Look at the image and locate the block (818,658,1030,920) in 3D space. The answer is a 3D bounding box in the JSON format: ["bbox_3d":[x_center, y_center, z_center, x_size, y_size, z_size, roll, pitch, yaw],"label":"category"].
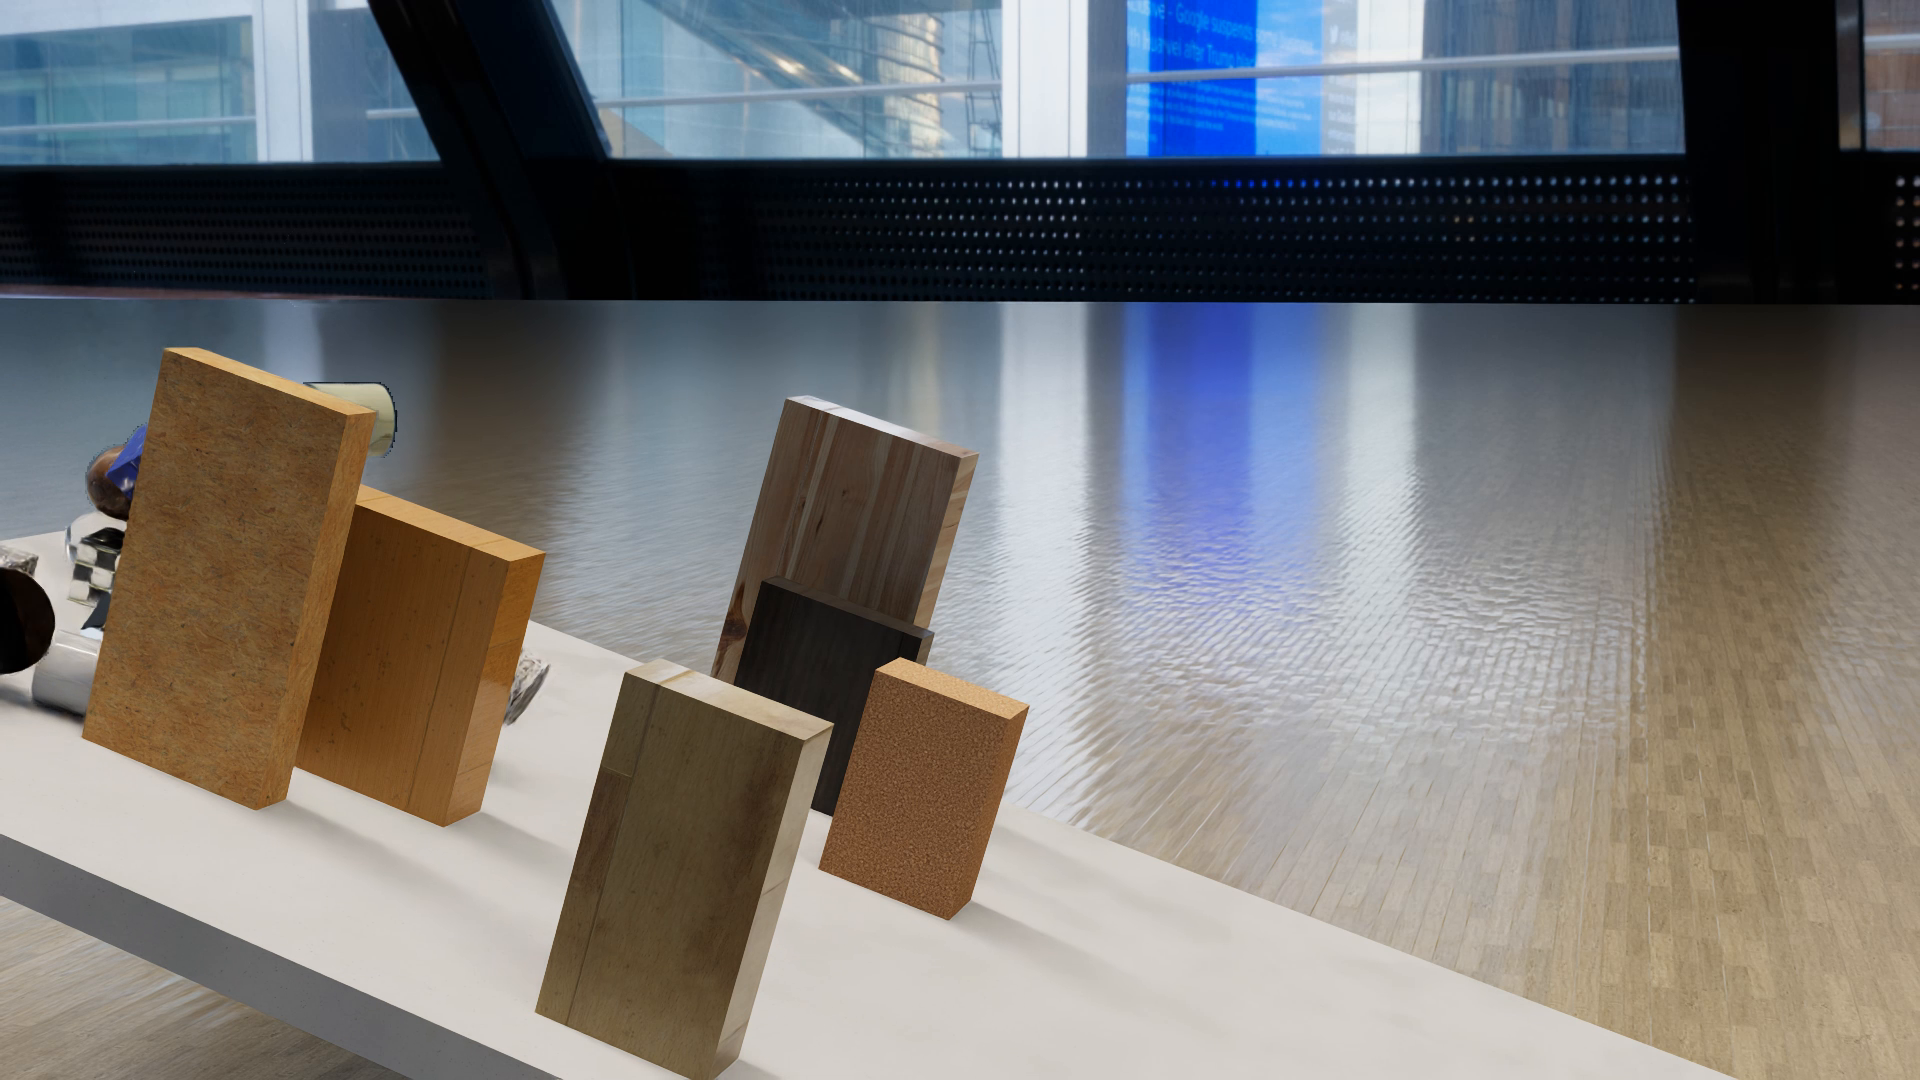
[{"bbox_3d":[-0.072,0.491,4.366,0.284,0.427,0.150,19,12,14],"label":"block"}]

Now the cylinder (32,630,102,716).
[{"bbox_3d":[-1.617,0.252,4.068,0.139,0.139,0.139,16,7,-2],"label":"cylinder"}]

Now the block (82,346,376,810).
[{"bbox_3d":[-1.299,0.067,3.892,0.376,0.733,0.091,19,12,14],"label":"block"}]

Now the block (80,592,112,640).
[{"bbox_3d":[-1.552,0.185,4.208,0.158,0.158,0.158,-16,24,3],"label":"block"}]

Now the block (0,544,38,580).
[{"bbox_3d":[-1.938,0.096,4.323,0.155,0.155,0.155,17,11,2],"label":"block"}]

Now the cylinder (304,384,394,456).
[{"bbox_3d":[-1.336,-0.259,4.760,0.159,0.159,0.159,-4,7,-44],"label":"cylinder"}]

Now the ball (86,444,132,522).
[{"bbox_3d":[-1.812,-0.125,4.788,0.167,0.167,0.167,0,7,0],"label":"ball"}]

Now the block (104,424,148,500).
[{"bbox_3d":[-1.680,-0.160,4.695,0.161,0.161,0.161,-24,32,27],"label":"block"}]

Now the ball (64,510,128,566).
[{"bbox_3d":[-1.887,0.009,4.825,0.148,0.148,0.148,0,7,0],"label":"ball"}]

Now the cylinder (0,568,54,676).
[{"bbox_3d":[-1.783,0.156,3.996,0.190,0.190,0.190,-9,0,40],"label":"cylinder"}]

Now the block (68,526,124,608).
[{"bbox_3d":[-1.796,0.068,4.695,0.138,0.138,0.138,16,11,-2],"label":"block"}]

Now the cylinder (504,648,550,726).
[{"bbox_3d":[-0.913,0.269,4.358,0.143,0.143,0.143,33,9,1],"label":"cylinder"}]

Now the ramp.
[{"bbox_3d":[-0.369,0.711,4.234,4.000,0.100,2.000,19,12,14],"label":"ramp"}]

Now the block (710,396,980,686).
[{"bbox_3d":[-0.279,0.114,4.968,0.426,0.782,0.138,19,12,14],"label":"block"}]

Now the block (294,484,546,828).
[{"bbox_3d":[-1.049,0.209,4.103,0.419,0.521,0.135,19,12,14],"label":"block"}]

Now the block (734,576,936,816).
[{"bbox_3d":[-0.297,0.346,4.713,0.374,0.436,0.089,19,12,14],"label":"block"}]

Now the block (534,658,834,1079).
[{"bbox_3d":[-0.429,0.510,3.404,0.303,0.574,0.127,19,12,14],"label":"block"}]
